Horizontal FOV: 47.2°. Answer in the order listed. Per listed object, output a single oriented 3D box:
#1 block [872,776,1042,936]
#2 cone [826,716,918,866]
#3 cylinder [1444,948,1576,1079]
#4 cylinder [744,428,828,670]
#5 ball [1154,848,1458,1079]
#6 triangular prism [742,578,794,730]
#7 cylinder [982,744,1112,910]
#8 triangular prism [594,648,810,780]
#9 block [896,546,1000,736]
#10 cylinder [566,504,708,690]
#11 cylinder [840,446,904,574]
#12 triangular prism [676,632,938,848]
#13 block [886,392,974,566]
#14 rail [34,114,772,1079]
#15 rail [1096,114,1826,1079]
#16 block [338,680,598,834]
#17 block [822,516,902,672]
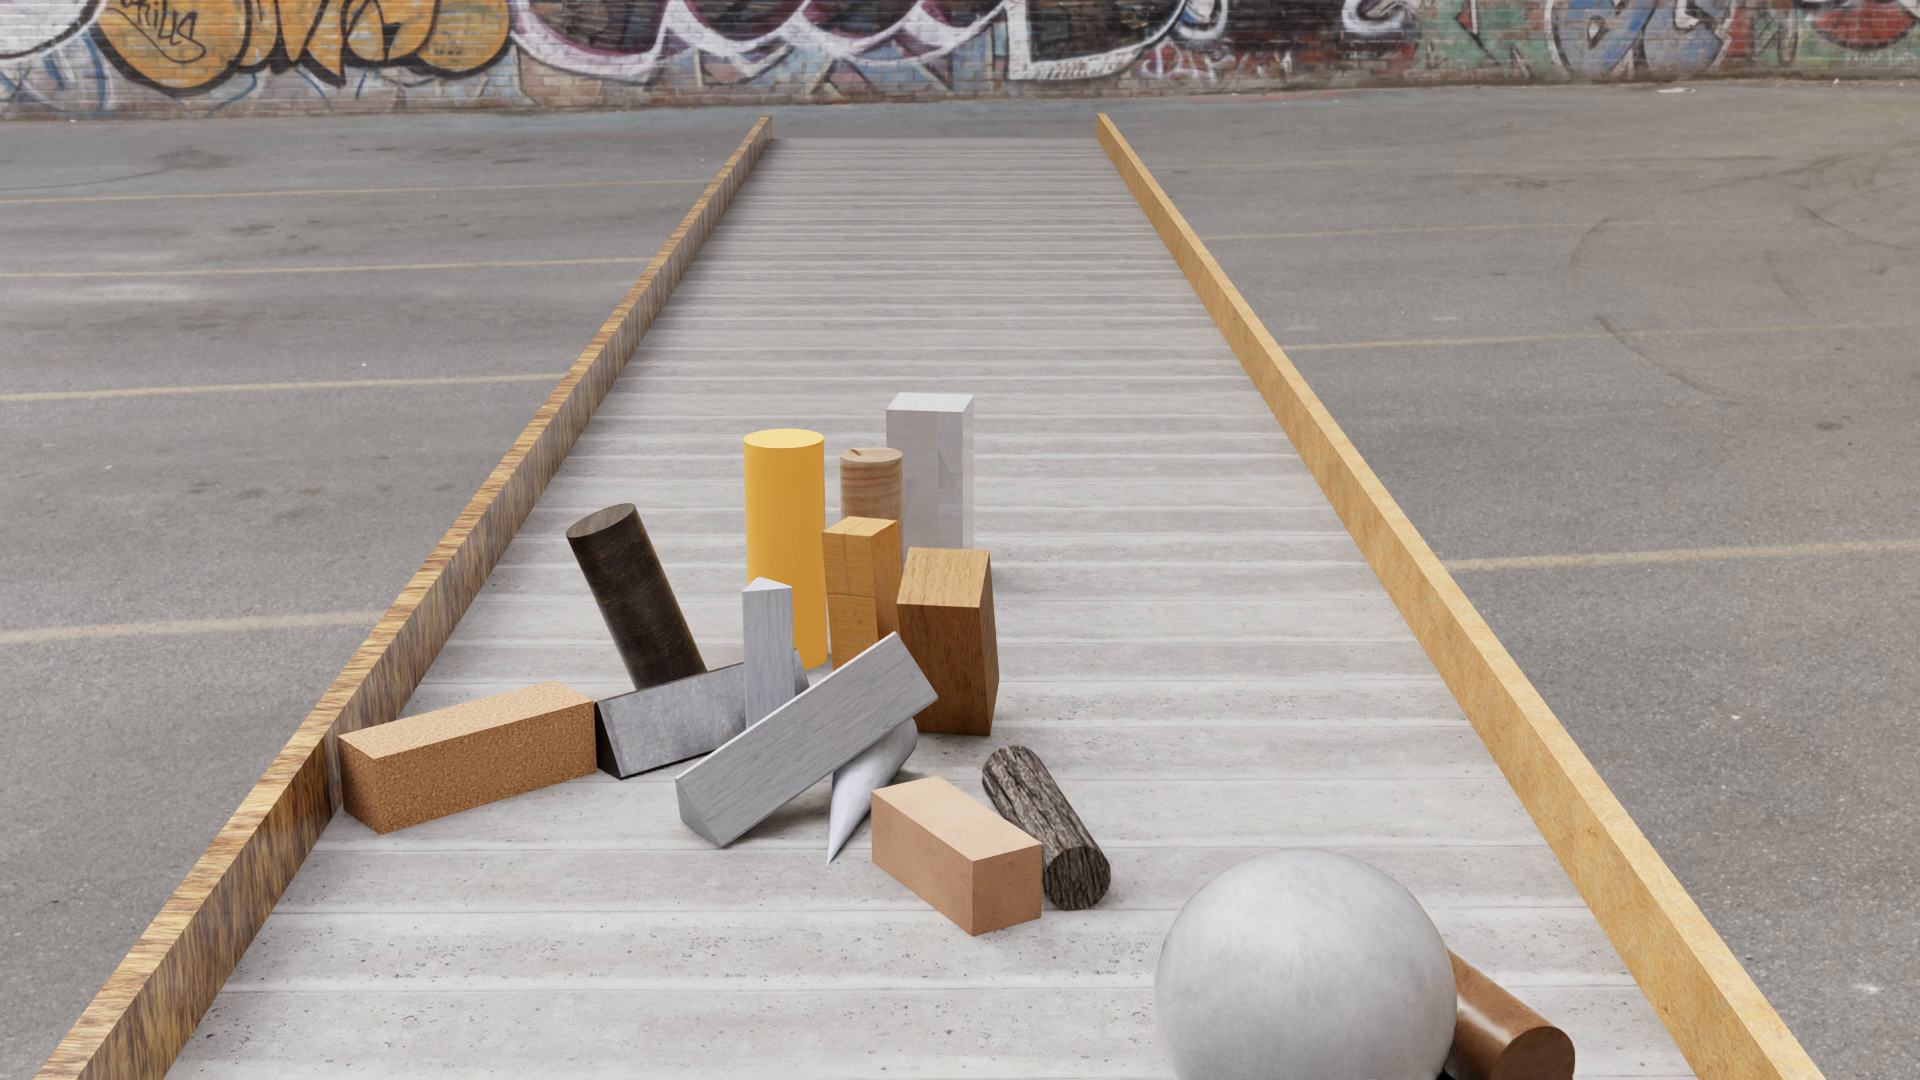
[{"bbox_3d":[-0.009,0.482,3.391,0.122,0.122,0.307,-10,19,-30],"label":"block"},{"bbox_3d":[-0.178,0.427,3.666,0.146,0.146,0.411,3,27,9],"label":"cone"},{"bbox_3d":[0.656,0.628,2.879,0.132,0.132,0.300,-7,18,-22],"label":"cylinder"},{"bbox_3d":[-0.344,0.020,4.360,0.157,0.456,0.157,0,17,0],"label":"cylinder"},{"bbox_3d":[0.422,0.562,2.695,0.367,0.367,0.367,0,17,0],"label":"ball"},{"bbox_3d":[-0.347,0.225,3.924,0.088,0.311,0.076,-5,17,-15],"label":"triangular prism"},{"bbox_3d":[0.133,0.453,3.518,0.105,0.105,0.418,-4,17,-12],"label":"cylinder"},{"bbox_3d":[-0.470,0.301,3.988,0.433,0.123,0.142,-14,21,-39],"label":"triangular prism"},{"bbox_3d":[-0.018,0.186,3.971,0.145,0.330,0.145,2,43,8],"label":"block"},{"bbox_3d":[-0.598,0.127,4.106,0.138,0.371,0.138,-19,19,7],"label":"cylinder"},{"bbox_3d":[-0.185,-0.006,4.620,0.131,0.358,0.131,0,17,0],"label":"cylinder"},{"bbox_3d":[-0.267,0.318,3.666,0.457,0.116,0.134,-33,30,-25],"label":"triangular prism"},{"bbox_3d":[-0.065,-0.112,4.903,0.169,0.400,0.169,2,17,8],"label":"block"},{"bbox_3d":[-1.118,-0.838,7.780,0.050,0.150,12.000,0,17,-1],"label":"rail"},{"bbox_3d":[0.932,-0.844,7.801,0.050,0.150,12.000,0,17,-1],"label":"rail"},{"bbox_3d":[-0.837,0.367,3.759,0.412,0.134,0.134,-14,21,-38],"label":"block"},{"bbox_3d":[-0.172,0.151,4.060,0.102,0.368,0.102,5,19,27],"label":"block"}]
